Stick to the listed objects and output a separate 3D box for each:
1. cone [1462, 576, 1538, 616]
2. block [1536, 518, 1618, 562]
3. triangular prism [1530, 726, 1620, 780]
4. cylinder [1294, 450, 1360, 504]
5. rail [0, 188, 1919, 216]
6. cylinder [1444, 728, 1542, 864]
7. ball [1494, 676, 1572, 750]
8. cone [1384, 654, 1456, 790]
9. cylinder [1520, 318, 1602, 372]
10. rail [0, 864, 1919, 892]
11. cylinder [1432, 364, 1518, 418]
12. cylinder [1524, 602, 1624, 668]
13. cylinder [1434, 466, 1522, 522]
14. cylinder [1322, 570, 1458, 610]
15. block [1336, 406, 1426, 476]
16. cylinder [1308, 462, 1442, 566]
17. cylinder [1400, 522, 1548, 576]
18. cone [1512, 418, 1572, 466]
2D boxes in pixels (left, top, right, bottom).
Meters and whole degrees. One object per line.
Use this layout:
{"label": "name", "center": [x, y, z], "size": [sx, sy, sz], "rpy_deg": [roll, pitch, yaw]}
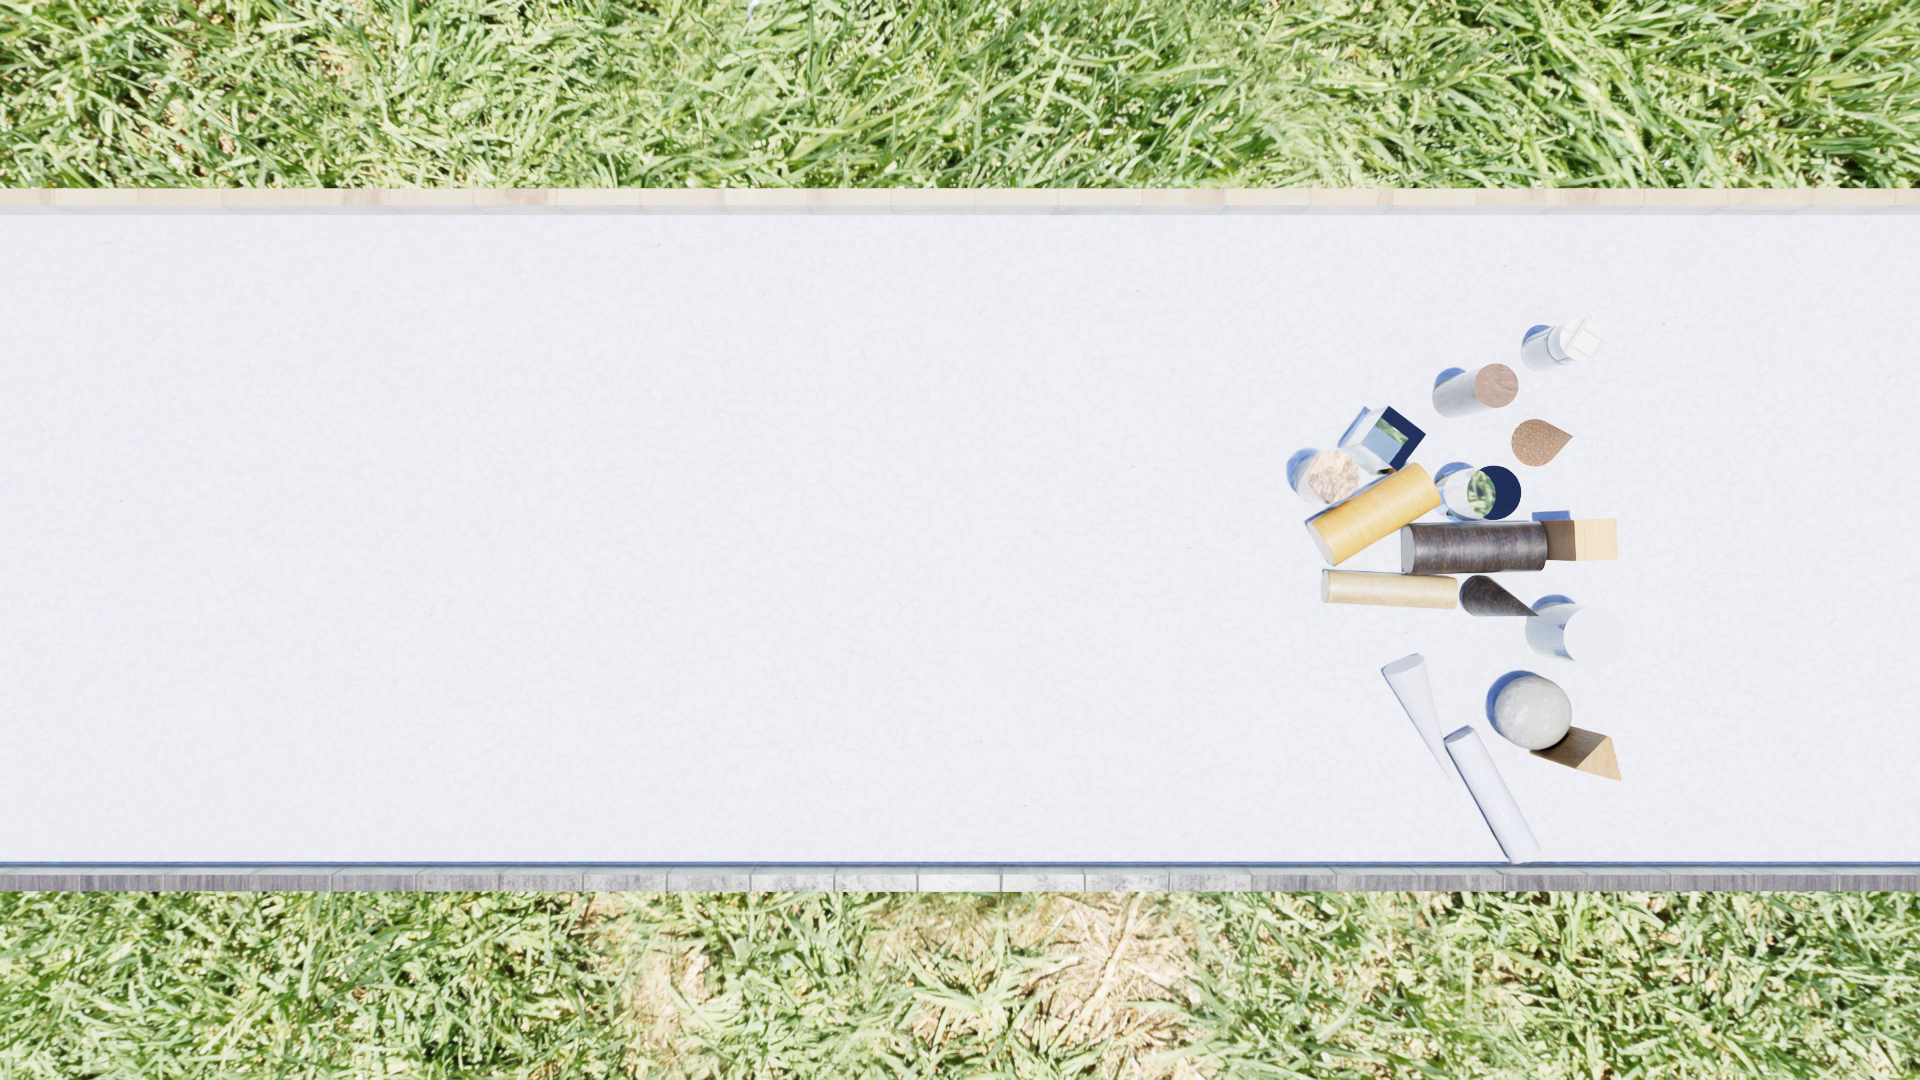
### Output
{"label": "cone", "center": [1.635, 0.196, 4.903], "size": [0.130, 0.323, 0.130], "rpy_deg": [-2, 99, -13]}
{"label": "block", "center": [1.820, -0.001, 4.892], "size": [0.119, 0.368, 0.119], "rpy_deg": [-3, 90, 1]}
{"label": "triangular prism", "center": [1.833, 0.615, 4.889], "size": [0.133, 0.374, 0.115], "rpy_deg": [16, 89, -1]}
{"label": "cylinder", "center": [1.086, -0.183, 4.900], "size": [0.149, 0.341, 0.149], "rpy_deg": [0, 90, 5]}
{"label": "rail", "center": [-2.247, -1.025, 5.002], "size": [12.000, 0.150, 0.050], "rpy_deg": [0, 90, 0]}
{"label": "cylinder", "center": [1.623, 0.778, 5.026], "size": [0.100, 0.100, 0.418], "rpy_deg": [-29, 90, 0]}
{"label": "ball", "center": [1.725, 0.520, 4.965], "size": [0.222, 0.222, 0.222], "rpy_deg": [0, 90, 0]}
{"label": "cone", "center": [1.437, 0.574, 5.044], "size": [0.130, 0.130, 0.433], "rpy_deg": [-24, 99, 0]}
{"label": "cylinder", "center": [1.787, -0.577, 4.911], "size": [0.121, 0.330, 0.121], "rpy_deg": [0, 90, 0]}
{"label": "rail", "center": [-2.247, 1.025, 5.001], "size": [12.000, 0.150, 0.050], "rpy_deg": [0, 90, 0]}
{"label": "cylinder", "center": [1.516, -0.436, 4.869], "size": [0.127, 0.416, 0.127], "rpy_deg": [0, 90, 0]}
{"label": "cylinder", "center": [1.827, 0.279, 4.914], "size": [0.176, 0.325, 0.176], "rpy_deg": [0, 90, 0]}
{"label": "cylinder", "center": [1.528, -0.135, 4.898], "size": [0.158, 0.357, 0.158], "rpy_deg": [0, 90, 0]}
{"label": "cylinder", "center": [1.308, 0.152, 5.026], "size": [0.394, 0.100, 0.100], "rpy_deg": [3, 90, 0]}
{"label": "block", "center": [1.255, -0.293, 4.925], "size": [0.137, 0.302, 0.137], "rpy_deg": [37, 90, 0]}
{"label": "cylinder", "center": [1.254, -0.078, 4.999], "size": [0.368, 0.155, 0.155], "rpy_deg": [-30, 90, 0]}
{"label": "cylinder", "center": [1.555, 0.025, 5.000], "size": [0.398, 0.153, 0.153], "rpy_deg": [-1, 90, 0]}
{"label": "cone", "center": [1.770, -0.299, 4.917], "size": [0.148, 0.319, 0.148], "rpy_deg": [0, 90, 0]}
